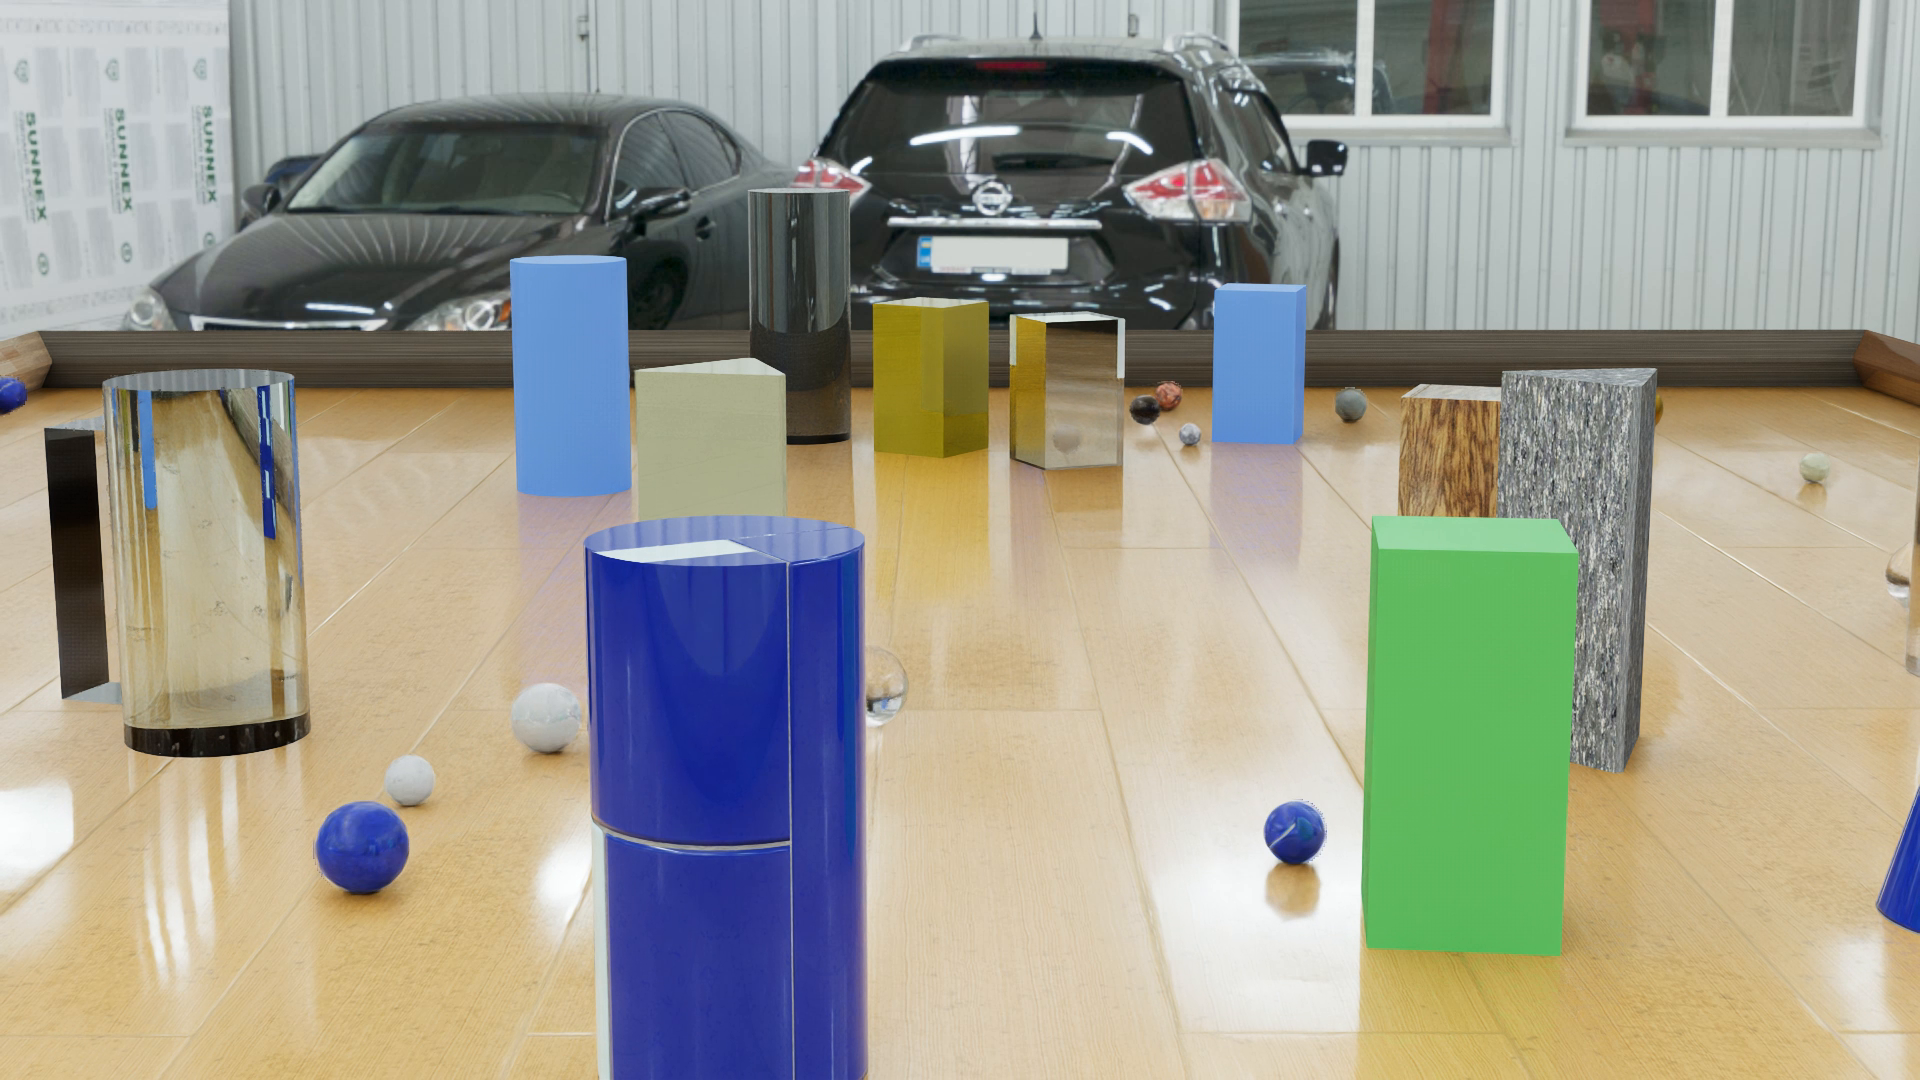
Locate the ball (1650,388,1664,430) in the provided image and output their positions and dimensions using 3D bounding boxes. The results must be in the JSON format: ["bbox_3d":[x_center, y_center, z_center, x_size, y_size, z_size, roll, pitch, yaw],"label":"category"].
[{"bbox_3d":[1.365,-0.264,5.157,0.095,0.095,0.095,0,10,0],"label":"ball"}]

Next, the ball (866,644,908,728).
[{"bbox_3d":[-0.103,0.163,2.856,0.093,0.093,0.093,0,10,0],"label":"ball"}]

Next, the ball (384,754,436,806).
[{"bbox_3d":[-0.548,0.239,2.556,0.051,0.051,0.051,0,10,0],"label":"ball"}]

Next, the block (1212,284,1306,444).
[{"bbox_3d":[0.591,-0.349,5.059,0.159,0.297,0.159,3,11,14],"label":"block"}]

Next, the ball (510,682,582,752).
[{"bbox_3d":[-0.444,0.190,2.753,0.075,0.075,0.075,0,10,0],"label":"ball"}]

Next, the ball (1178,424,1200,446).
[{"bbox_3d":[0.446,-0.206,4.982,0.043,0.043,0.043,0,10,0],"label":"ball"}]

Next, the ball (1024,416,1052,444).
[{"bbox_3d":[0.152,-0.215,5.003,0.055,0.055,0.055,0,10,0],"label":"ball"}]

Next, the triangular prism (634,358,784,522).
[{"bbox_3d":[-0.260,-0.003,2.925,0.172,0.394,0.149,2,11,13],"label":"triangular prism"}]

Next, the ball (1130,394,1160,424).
[{"bbox_3d":[0.379,-0.267,5.262,0.062,0.062,0.062,0,10,0],"label":"ball"}]

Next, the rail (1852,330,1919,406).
[{"bbox_3d":[2.068,0.031,3.460,0.045,0.129,4.937,0,10,0],"label":"rail"}]

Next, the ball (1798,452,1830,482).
[{"bbox_3d":[1.511,-0.128,4.535,0.053,0.053,0.053,0,10,0],"label":"ball"}]

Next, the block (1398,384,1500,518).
[{"bbox_3d":[0.727,-0.082,3.706,0.159,0.264,0.159,4,11,19],"label":"block"}]

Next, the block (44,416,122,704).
[{"bbox_3d":[-0.946,0.019,3.008,0.159,0.319,0.159,3,11,17],"label":"block"}]

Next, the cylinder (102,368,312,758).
[{"bbox_3d":[-0.818,0.021,2.796,0.199,0.393,0.199,0,10,0],"label":"cylinder"}]

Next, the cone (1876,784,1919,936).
[{"bbox_3d":[0.899,0.141,2.191,0.199,0.377,0.199,0,10,0],"label":"cone"}]

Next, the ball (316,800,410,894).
[{"bbox_3d":[-0.532,0.273,2.286,0.082,0.082,0.082,0,10,0],"label":"ball"}]

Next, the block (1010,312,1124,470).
[{"bbox_3d":[0.197,-0.278,4.749,0.159,0.270,0.159,-4,11,-23],"label":"block"}]

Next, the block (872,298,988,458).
[{"bbox_3d":[-0.055,-0.312,4.901,0.159,0.283,0.159,7,12,32],"label":"block"}]

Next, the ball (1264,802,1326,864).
[{"bbox_3d":[0.309,0.270,2.372,0.057,0.057,0.057,0,10,0],"label":"ball"}]

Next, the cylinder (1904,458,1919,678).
[{"bbox_3d":[1.252,-0.042,3.078,0.199,0.414,0.199,0,10,0],"label":"cylinder"}]

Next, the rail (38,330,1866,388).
[{"bbox_3d":[-0.014,-0.412,5.853,4.183,0.129,0.045,0,10,0],"label":"rail"}]

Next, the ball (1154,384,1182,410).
[{"bbox_3d":[0.445,-0.306,5.483,0.059,0.059,0.059,0,10,0],"label":"ball"}]

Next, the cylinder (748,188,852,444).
[{"bbox_3d":[-0.314,-0.442,5.043,0.199,0.486,0.199,0,10,0],"label":"cylinder"}]

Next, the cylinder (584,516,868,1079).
[{"bbox_3d":[-0.166,0.194,1.852,0.199,0.396,0.199,0,10,0],"label":"cylinder"}]

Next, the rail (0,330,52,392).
[{"bbox_3d":[-2.068,0.035,3.437,0.045,0.129,4.937,0,10,0],"label":"rail"}]

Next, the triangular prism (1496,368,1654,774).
[{"bbox_3d":[0.689,0.023,2.750,0.149,0.405,0.172,-9,14,-39],"label":"triangular prism"}]

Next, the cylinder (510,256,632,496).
[{"bbox_3d":[-0.674,-0.287,4.448,0.199,0.397,0.199,0,10,0],"label":"cylinder"}]

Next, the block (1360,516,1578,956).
[{"bbox_3d":[0.429,0.162,2.182,0.159,0.340,0.159,1,11,7],"label":"block"}]

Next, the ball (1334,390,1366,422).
[{"bbox_3d":[0.809,-0.278,5.309,0.066,0.066,0.066,0,10,0],"label":"ball"}]

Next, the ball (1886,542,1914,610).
[{"bbox_3d":[1.297,0.049,3.448,0.099,0.099,0.099,0,10,0],"label":"ball"}]

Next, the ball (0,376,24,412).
[{"bbox_3d":[-2.027,-0.309,5.449,0.076,0.076,0.076,0,10,0],"label":"ball"}]
